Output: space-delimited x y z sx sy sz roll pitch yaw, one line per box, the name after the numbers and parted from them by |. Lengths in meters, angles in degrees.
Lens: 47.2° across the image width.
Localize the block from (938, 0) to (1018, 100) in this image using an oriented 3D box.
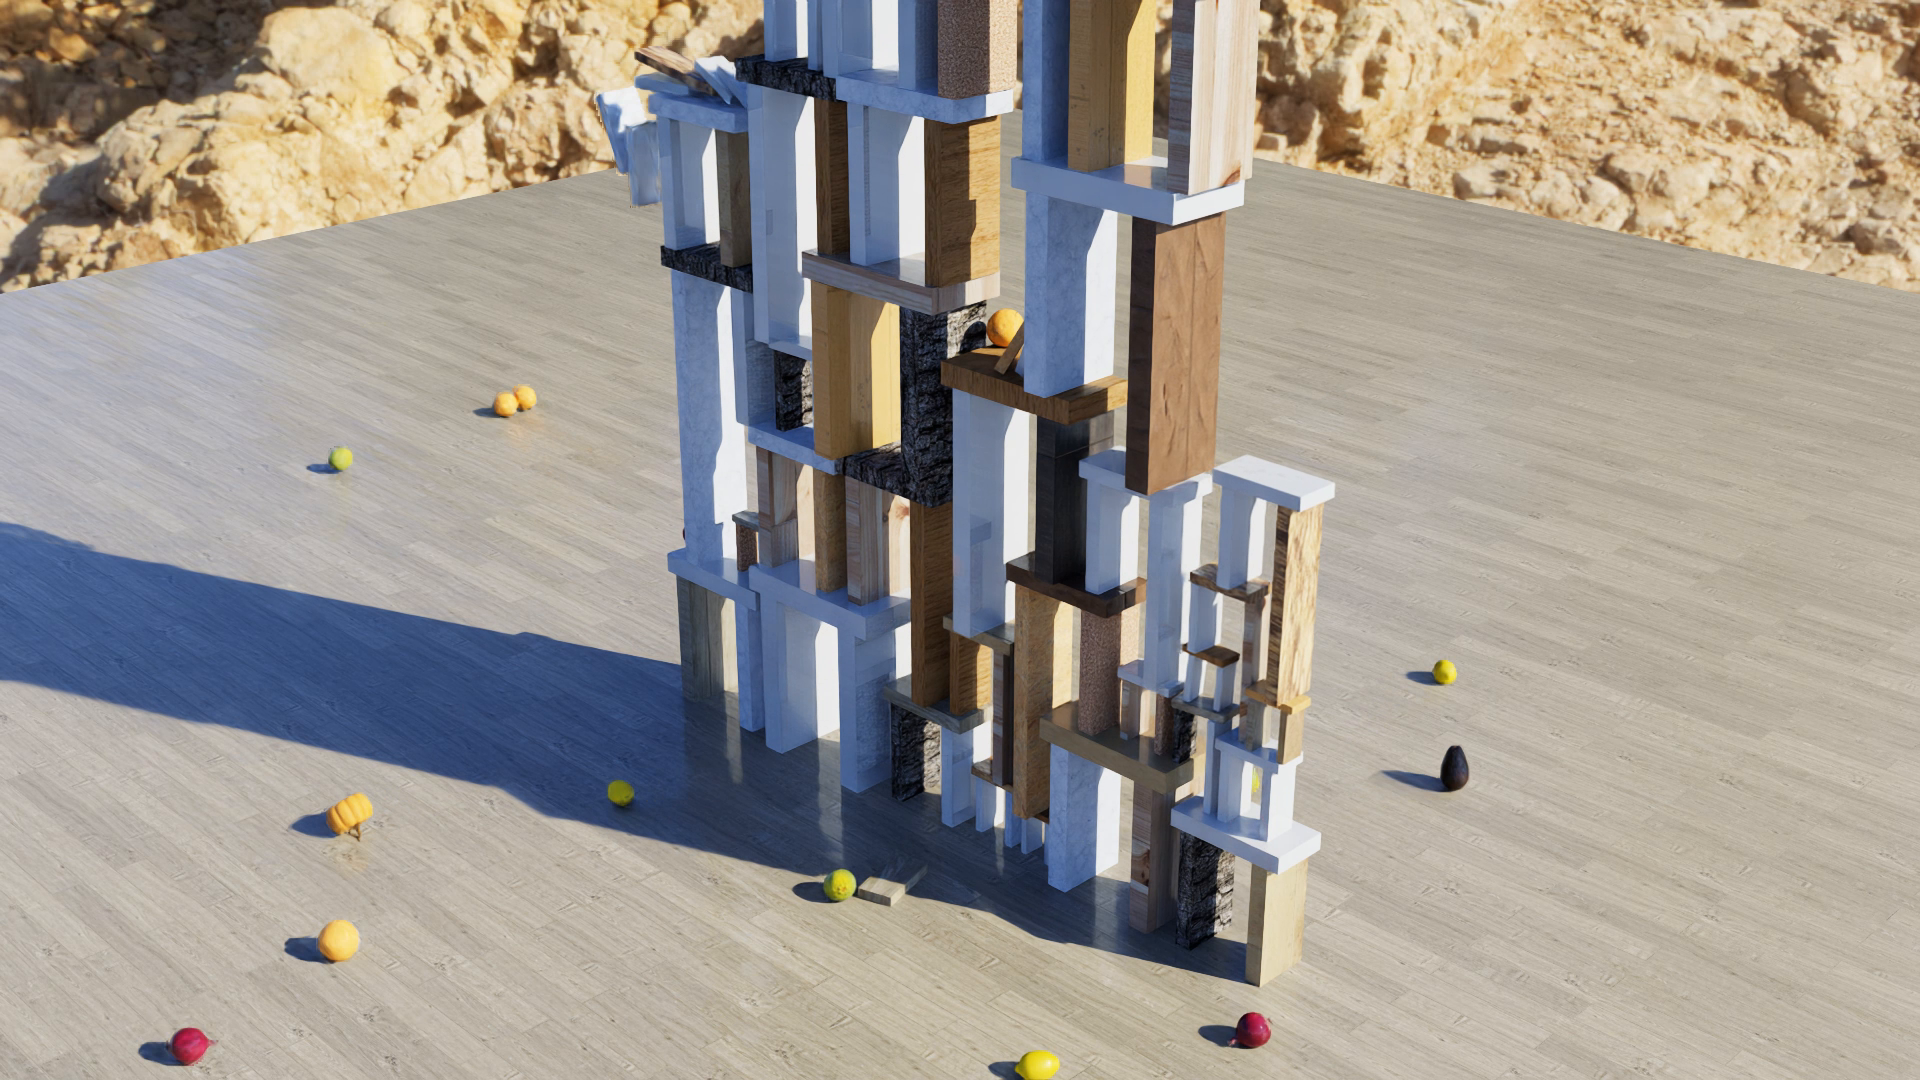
0.031 -0.925 3.795 0.043 0.304 0.152 21 31 40 | block

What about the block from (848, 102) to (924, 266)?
-0.136 -0.673 4.083 0.150 0.301 0.043 -21 31 -40 | block

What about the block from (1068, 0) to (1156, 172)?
0.250 -0.779 3.615 0.160 0.320 0.045 -22 31 -40 | block

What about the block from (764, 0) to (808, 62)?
-0.328 -1.004 4.159 0.026 0.184 0.092 21 31 40 | block

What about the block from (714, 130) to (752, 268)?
-0.418 -0.692 4.383 0.039 0.272 0.136 21 31 41 | block

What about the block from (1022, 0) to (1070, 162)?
0.173 -0.835 3.675 0.152 0.376 0.043 -22 31 -40 | block

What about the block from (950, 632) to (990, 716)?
0.020 0.248 4.311 0.089 0.178 0.025 -22 31 -40 | block

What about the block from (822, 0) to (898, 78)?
-0.181 -1.010 4.005 0.153 0.314 0.043 -21 31 -40 | block

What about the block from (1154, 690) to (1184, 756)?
0.377 0.322 3.956 0.060 0.121 0.017 -21 31 -41 | block

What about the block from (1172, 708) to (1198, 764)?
0.403 0.340 3.928 0.015 0.108 0.054 18 29 36 | block

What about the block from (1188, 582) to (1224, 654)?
0.427 0.127 3.817 0.065 0.130 0.018 -19 30 -38 | block

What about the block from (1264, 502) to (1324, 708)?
0.557 0.099 3.665 0.026 0.360 0.091 22 31 40 | block

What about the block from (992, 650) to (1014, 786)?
0.104 0.331 4.255 0.025 0.287 0.089 21 31 40 | block

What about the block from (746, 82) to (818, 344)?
-0.343 -0.650 4.321 0.041 0.512 0.146 20 30 38 | block

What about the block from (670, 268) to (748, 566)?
-0.531 -0.271 4.686 0.041 0.657 0.144 20 30 40 | block

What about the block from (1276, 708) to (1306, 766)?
0.565 0.329 3.751 0.014 0.101 0.050 23 32 40 | block

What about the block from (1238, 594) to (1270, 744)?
0.508 0.216 3.794 0.018 0.274 0.065 13 26 29 | block

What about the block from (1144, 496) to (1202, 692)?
0.373 0.086 3.860 0.030 0.355 0.107 21 31 41 | block

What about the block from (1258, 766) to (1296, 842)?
0.552 0.450 3.822 0.020 0.138 0.069 21 31 41 | block

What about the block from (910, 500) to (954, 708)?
-0.035 0.108 4.315 0.039 0.433 0.136 21 31 41 | block

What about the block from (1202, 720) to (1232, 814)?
0.457 0.394 3.896 0.015 0.182 0.054 20 30 39 | block

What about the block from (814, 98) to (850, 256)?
-0.204 -0.697 4.152 0.146 0.292 0.041 -21 31 -40 | block

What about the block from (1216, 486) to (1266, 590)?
0.476 -0.016 3.709 0.026 0.183 0.091 21 30 40 | block

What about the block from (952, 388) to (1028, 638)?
0.058 -0.068 4.135 0.044 0.490 0.157 21 31 40 | block

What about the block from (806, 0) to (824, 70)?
-0.240 -0.970 4.079 0.026 0.184 0.092 22 32 40 | block

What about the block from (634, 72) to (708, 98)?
-0.572 -0.922 4.449 0.169 0.024 0.085 19 30 39 | block

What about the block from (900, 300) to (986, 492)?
-0.031 -0.282 4.129 0.050 0.354 0.177 21 31 41 | block

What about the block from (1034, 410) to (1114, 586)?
0.206 -0.091 3.965 0.044 0.314 0.157 21 31 40 | block

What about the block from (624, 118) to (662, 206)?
-0.650 -0.789 4.599 0.085 0.169 0.024 -20 26 -37 | block

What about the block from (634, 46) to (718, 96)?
-0.552 -0.943 4.413 0.239 0.018 0.065 30 38 33 | block

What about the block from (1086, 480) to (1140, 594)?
0.273 -0.019 3.926 0.030 0.213 0.107 21 31 41 | block

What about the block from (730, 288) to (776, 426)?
-0.395 -0.389 4.491 0.144 0.288 0.041 -21 31 -41 | block

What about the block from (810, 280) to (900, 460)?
-0.202 -0.347 4.282 0.177 0.354 0.050 -19 30 -38 | block

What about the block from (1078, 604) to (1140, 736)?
0.273 0.225 4.026 0.035 0.245 0.122 21 31 41 | block

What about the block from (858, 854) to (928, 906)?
-0.127 0.649 4.205 0.072 0.020 0.144 12 26 26 | block

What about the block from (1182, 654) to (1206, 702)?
0.415 0.236 3.879 0.013 0.092 0.046 21 30 31 | block

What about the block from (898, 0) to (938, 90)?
-0.040 -0.956 3.868 0.043 0.305 0.153 21 31 41 | block

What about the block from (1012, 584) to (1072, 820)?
0.157 0.292 4.180 0.035 0.488 0.122 21 31 40 | block

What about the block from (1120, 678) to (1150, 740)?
0.320 0.300 4.008 0.017 0.121 0.060 21 31 41 | block

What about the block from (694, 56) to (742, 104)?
-0.462 -0.907 4.338 0.065 0.018 0.130 -18 55 -38 | block

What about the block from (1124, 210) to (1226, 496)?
0.361 -0.324 3.688 0.179 0.473 0.051 -22 31 -40 | block

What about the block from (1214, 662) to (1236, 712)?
0.464 0.250 3.845 0.013 0.092 0.046 19 29 33 | block

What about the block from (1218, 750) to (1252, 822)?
0.487 0.424 3.882 0.020 0.138 0.069 21 31 41 | block

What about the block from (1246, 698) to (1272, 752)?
0.516 0.310 3.795 0.014 0.101 0.050 21 31 40 | block

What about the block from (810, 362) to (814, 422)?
-0.255 -0.282 4.390 0.024 0.170 0.085 21 31 41 | block

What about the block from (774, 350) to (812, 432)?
-0.335 -0.313 4.462 0.024 0.170 0.085 21 31 41 | block

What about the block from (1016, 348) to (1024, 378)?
0.149 -0.360 3.904 0.072 0.144 0.020 -22 53 -41 | block

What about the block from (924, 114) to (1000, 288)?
0.005 -0.617 3.952 0.043 0.301 0.150 21 31 40 | block

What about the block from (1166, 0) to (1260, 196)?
0.401 -0.720 3.475 0.160 0.320 0.045 -22 31 -40 | block

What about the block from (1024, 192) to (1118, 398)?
0.192 -0.443 3.821 0.051 0.358 0.179 21 31 40 | block

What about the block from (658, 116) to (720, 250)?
-0.546 -0.742 4.501 0.039 0.272 0.136 21 31 41 | block
